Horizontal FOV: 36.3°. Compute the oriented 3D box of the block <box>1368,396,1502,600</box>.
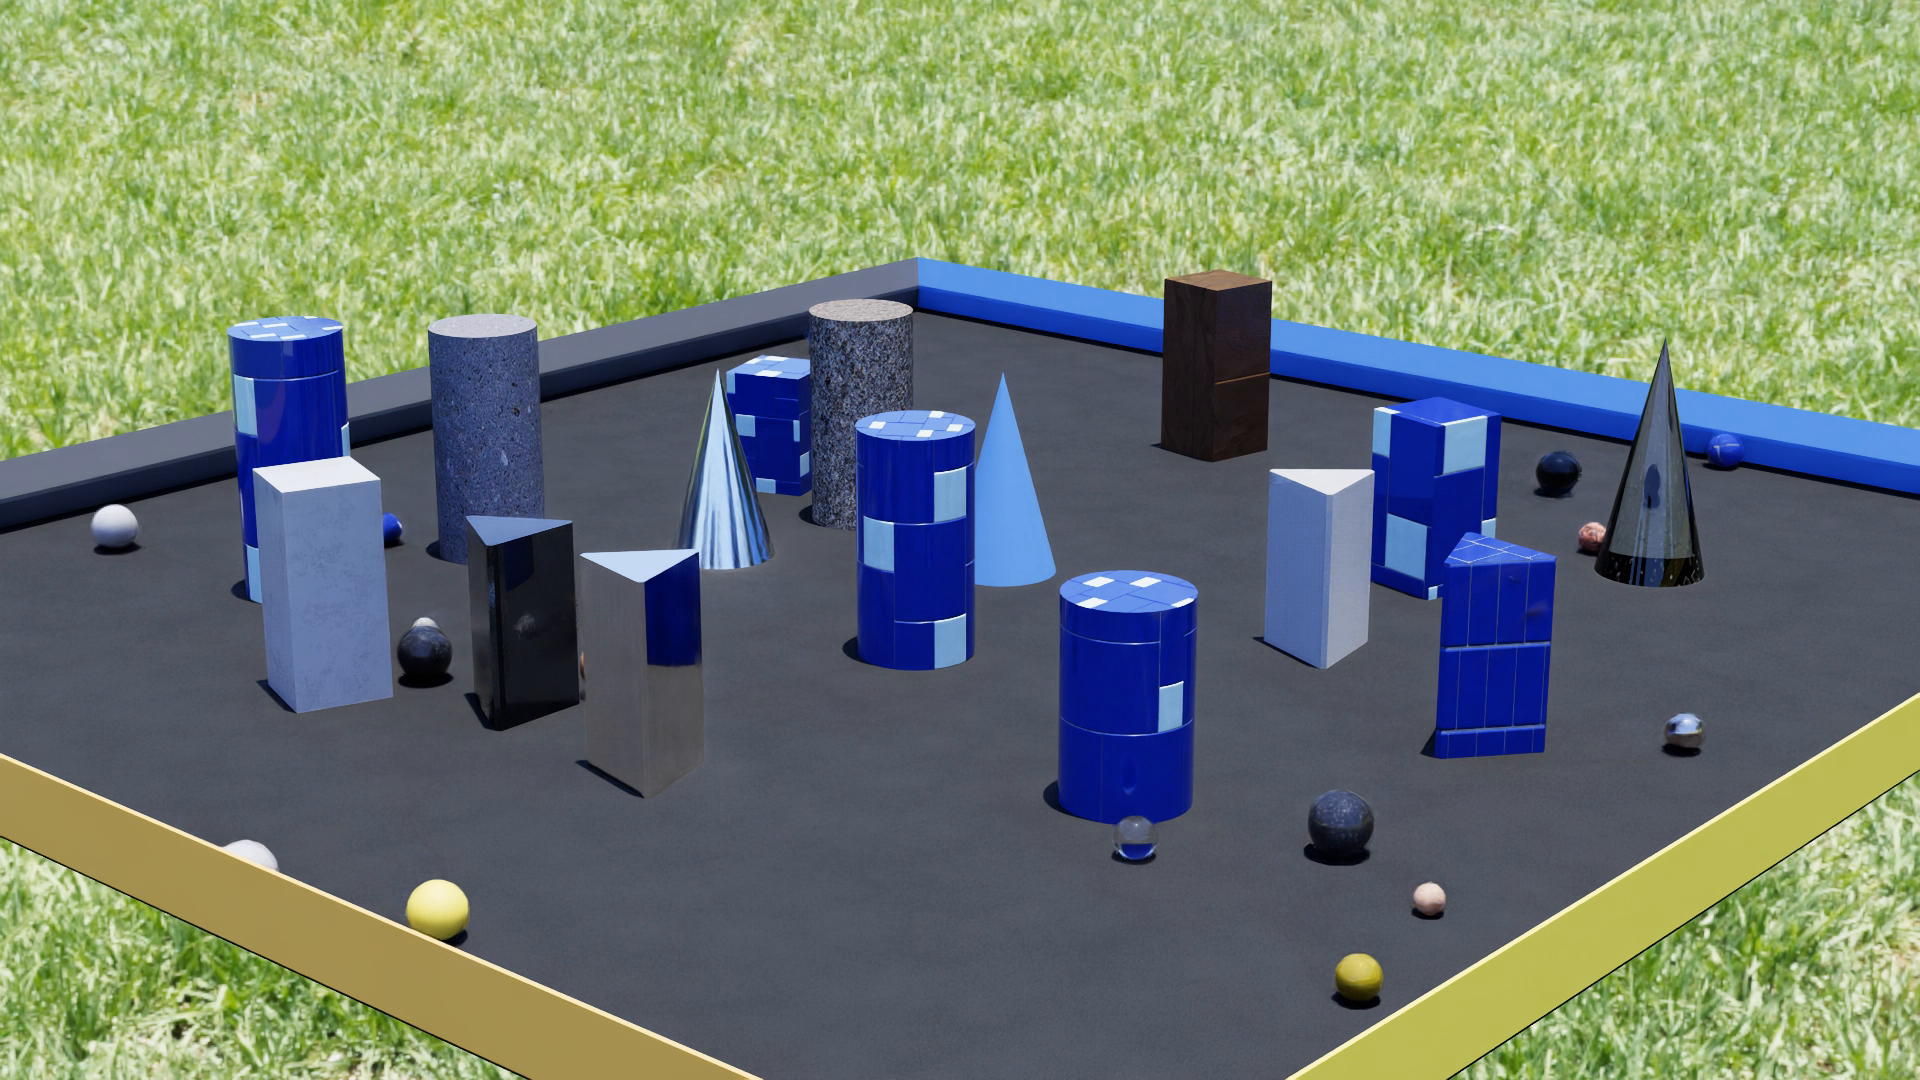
[{"bbox_3d":[0.833,-0.075,5.157,0.155,0.311,0.155,-12,20,-34],"label":"block"}]

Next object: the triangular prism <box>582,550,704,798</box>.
[{"bbox_3d":[-0.440,0.183,4.273,0.146,0.326,0.168,-12,21,-35],"label":"triangular prism"}]

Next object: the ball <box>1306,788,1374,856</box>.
[{"bbox_3d":[0.520,0.386,4.008,0.092,0.092,0.092,0,17,0],"label":"ball"}]

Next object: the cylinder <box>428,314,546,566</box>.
[{"bbox_3d":[-0.857,-0.183,5.322,0.194,0.422,0.194,0,17,0],"label":"cylinder"}]

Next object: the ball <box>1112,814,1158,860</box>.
[{"bbox_3d":[0.239,0.405,3.999,0.061,0.061,0.061,0,17,0],"label":"ball"}]

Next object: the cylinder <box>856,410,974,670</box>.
[{"bbox_3d":[-0.072,-0.001,4.783,0.194,0.385,0.194,0,17,0],"label":"cylinder"}]

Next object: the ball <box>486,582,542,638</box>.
[{"bbox_3d":[-0.745,0.117,4.897,0.094,0.094,0.094,0,17,0],"label":"ball"}]

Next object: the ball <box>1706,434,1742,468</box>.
[{"bbox_3d":[1.544,-0.181,5.927,0.069,0.069,0.069,0,17,0],"label":"ball"}]

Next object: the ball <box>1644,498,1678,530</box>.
[{"bbox_3d":[1.317,-0.049,5.504,0.061,0.061,0.061,0,17,0],"label":"ball"}]

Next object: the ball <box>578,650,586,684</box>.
[{"bbox_3d":[-0.552,0.198,4.622,0.097,0.097,0.097,0,17,0],"label":"ball"}]

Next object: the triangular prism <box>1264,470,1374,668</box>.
[{"bbox_3d":[0.571,0.037,4.816,0.146,0.294,0.168,10,19,30],"label":"triangular prism"}]

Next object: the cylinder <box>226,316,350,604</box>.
[{"bbox_3d":[-1.155,-0.137,5.087,0.194,0.470,0.194,0,17,0],"label":"cylinder"}]

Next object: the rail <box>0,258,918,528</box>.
[{"bbox_3d":[-1.212,-0.272,6.128,0.045,0.126,3.425,14,22,39],"label":"rail"}]

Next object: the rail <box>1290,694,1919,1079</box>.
[{"bbox_3d":[1.212,0.336,4.113,0.045,0.126,3.425,14,22,39],"label":"rail"}]

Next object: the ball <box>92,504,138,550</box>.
[{"bbox_3d":[-1.551,-0.023,5.383,0.082,0.082,0.082,0,17,0],"label":"ball"}]

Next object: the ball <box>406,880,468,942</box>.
[{"bbox_3d":[-0.667,0.473,3.743,0.079,0.079,0.079,0,17,0],"label":"ball"}]

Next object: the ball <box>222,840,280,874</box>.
[{"bbox_3d":[-0.938,0.437,3.845,0.088,0.088,0.088,0,17,0],"label":"ball"}]

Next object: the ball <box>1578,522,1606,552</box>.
[{"bbox_3d":[1.160,-0.004,5.366,0.055,0.055,0.055,0,17,0],"label":"ball"}]

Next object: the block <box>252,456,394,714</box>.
[{"bbox_3d":[-1.000,0.068,4.603,0.155,0.357,0.155,-9,19,-28],"label":"block"}]

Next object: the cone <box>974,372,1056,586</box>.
[{"bbox_3d":[0.076,-0.121,5.216,0.194,0.364,0.194,0,17,0],"label":"cone"}]

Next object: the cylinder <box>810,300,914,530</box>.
[{"bbox_3d":[-0.185,-0.237,5.538,0.194,0.402,0.194,0,17,0],"label":"cylinder"}]

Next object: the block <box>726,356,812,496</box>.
[{"bbox_3d":[-0.354,-0.227,5.792,0.155,0.235,0.155,7,18,21],"label":"block"}]

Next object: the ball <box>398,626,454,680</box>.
[{"bbox_3d":[-0.856,0.182,4.693,0.088,0.088,0.088,0,17,0],"label":"ball"}]

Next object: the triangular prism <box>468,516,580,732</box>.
[{"bbox_3d":[-0.707,0.118,4.542,0.146,0.296,0.168,14,22,38],"label":"triangular prism"}]

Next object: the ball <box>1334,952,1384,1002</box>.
[{"bbox_3d":[0.487,0.534,3.576,0.059,0.059,0.059,0,17,0],"label":"ball"}]

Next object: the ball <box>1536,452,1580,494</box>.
[{"bbox_3d":[1.170,-0.131,5.739,0.083,0.083,0.083,0,17,0],"label":"ball"}]

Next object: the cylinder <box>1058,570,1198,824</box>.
[{"bbox_3d":[0.237,0.222,4.166,0.194,0.314,0.194,0,17,0],"label":"cylinder"}]

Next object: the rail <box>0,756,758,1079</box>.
[{"bbox_3d":[-1.107,0.400,3.899,3.258,0.126,0.045,14,22,39],"label":"rail"}]

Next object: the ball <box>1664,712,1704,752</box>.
[{"bbox_3d":[1.085,0.288,4.391,0.059,0.059,0.059,0,17,0],"label":"ball"}]

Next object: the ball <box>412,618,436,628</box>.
[{"bbox_3d":[-0.890,0.150,4.874,0.043,0.043,0.043,0,17,0],"label":"ball"}]

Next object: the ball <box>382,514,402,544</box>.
[{"bbox_3d":[-1.059,-0.021,5.415,0.058,0.058,0.058,0,17,0],"label":"ball"}]

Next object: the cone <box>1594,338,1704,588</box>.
[{"bbox_3d":[1.237,-0.151,5.201,0.194,0.432,0.194,0,17,0],"label":"cone"}]

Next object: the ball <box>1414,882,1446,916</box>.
[{"bbox_3d":[0.612,0.468,3.823,0.042,0.042,0.042,0,17,0],"label":"ball"}]

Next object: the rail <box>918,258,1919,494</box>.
[{"bbox_3d":[1.107,-0.337,6.341,3.258,0.126,0.045,14,22,39],"label":"rail"}]

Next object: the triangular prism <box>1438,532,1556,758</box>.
[{"bbox_3d":[0.782,0.155,4.408,0.168,0.304,0.146,-3,17,-9],"label":"triangular prism"}]

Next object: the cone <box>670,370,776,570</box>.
[{"bbox_3d":[-0.435,-0.142,5.315,0.194,0.349,0.194,0,17,0],"label":"cone"}]

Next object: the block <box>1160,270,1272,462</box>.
[{"bbox_3d":[0.526,-0.360,6.023,0.155,0.356,0.155,-13,21,-37],"label":"block"}]

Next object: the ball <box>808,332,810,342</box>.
[{"bbox_3d":[-0.331,-0.479,6.937,0.057,0.057,0.057,0,17,0],"label":"ball"}]
